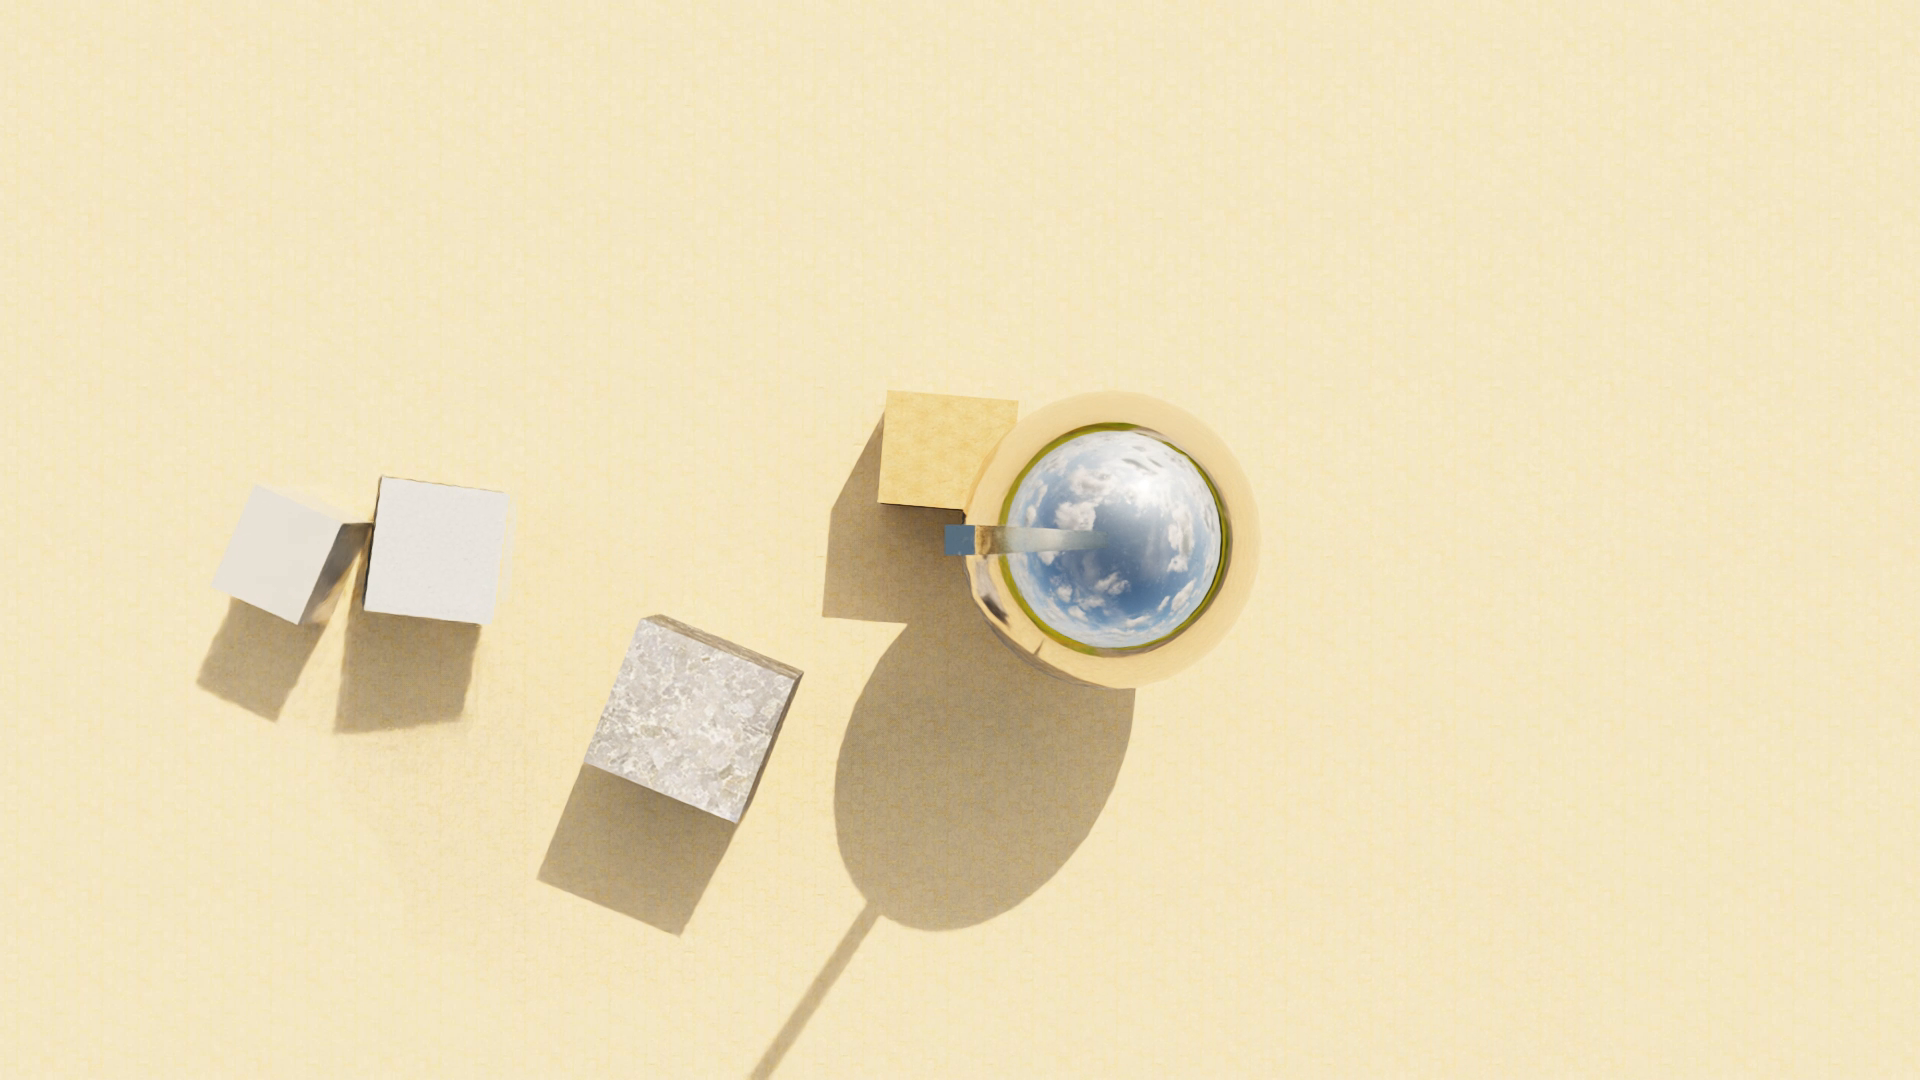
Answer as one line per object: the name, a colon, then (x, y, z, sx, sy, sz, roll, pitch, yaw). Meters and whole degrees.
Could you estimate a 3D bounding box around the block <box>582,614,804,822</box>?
block: (-1.502, 1.000, 12.584, 0.919, 0.832, 0.853, 22, 90, 0)

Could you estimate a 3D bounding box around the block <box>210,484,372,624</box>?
block: (-3.841, 0.080, 12.677, 0.535, 0.646, 0.624, 24, 90, 0)

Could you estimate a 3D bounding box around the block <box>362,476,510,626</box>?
block: (-3.006, 0.051, 12.584, 0.701, 0.655, 0.745, 8, 90, -16)

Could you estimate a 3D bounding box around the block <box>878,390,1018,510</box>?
block: (-0.066, -0.495, 12.646, 0.739, 0.707, 0.631, 5, 90, 0)

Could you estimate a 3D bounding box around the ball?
ball: (0.799, 0.000, 11.706, 1.600, 1.600, 1.600, 0, 90, 0)

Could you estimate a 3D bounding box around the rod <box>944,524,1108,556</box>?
rod: (0.346, 0.000, 8.336, 0.080, 5.200, 0.080, 0, 90, 8)
